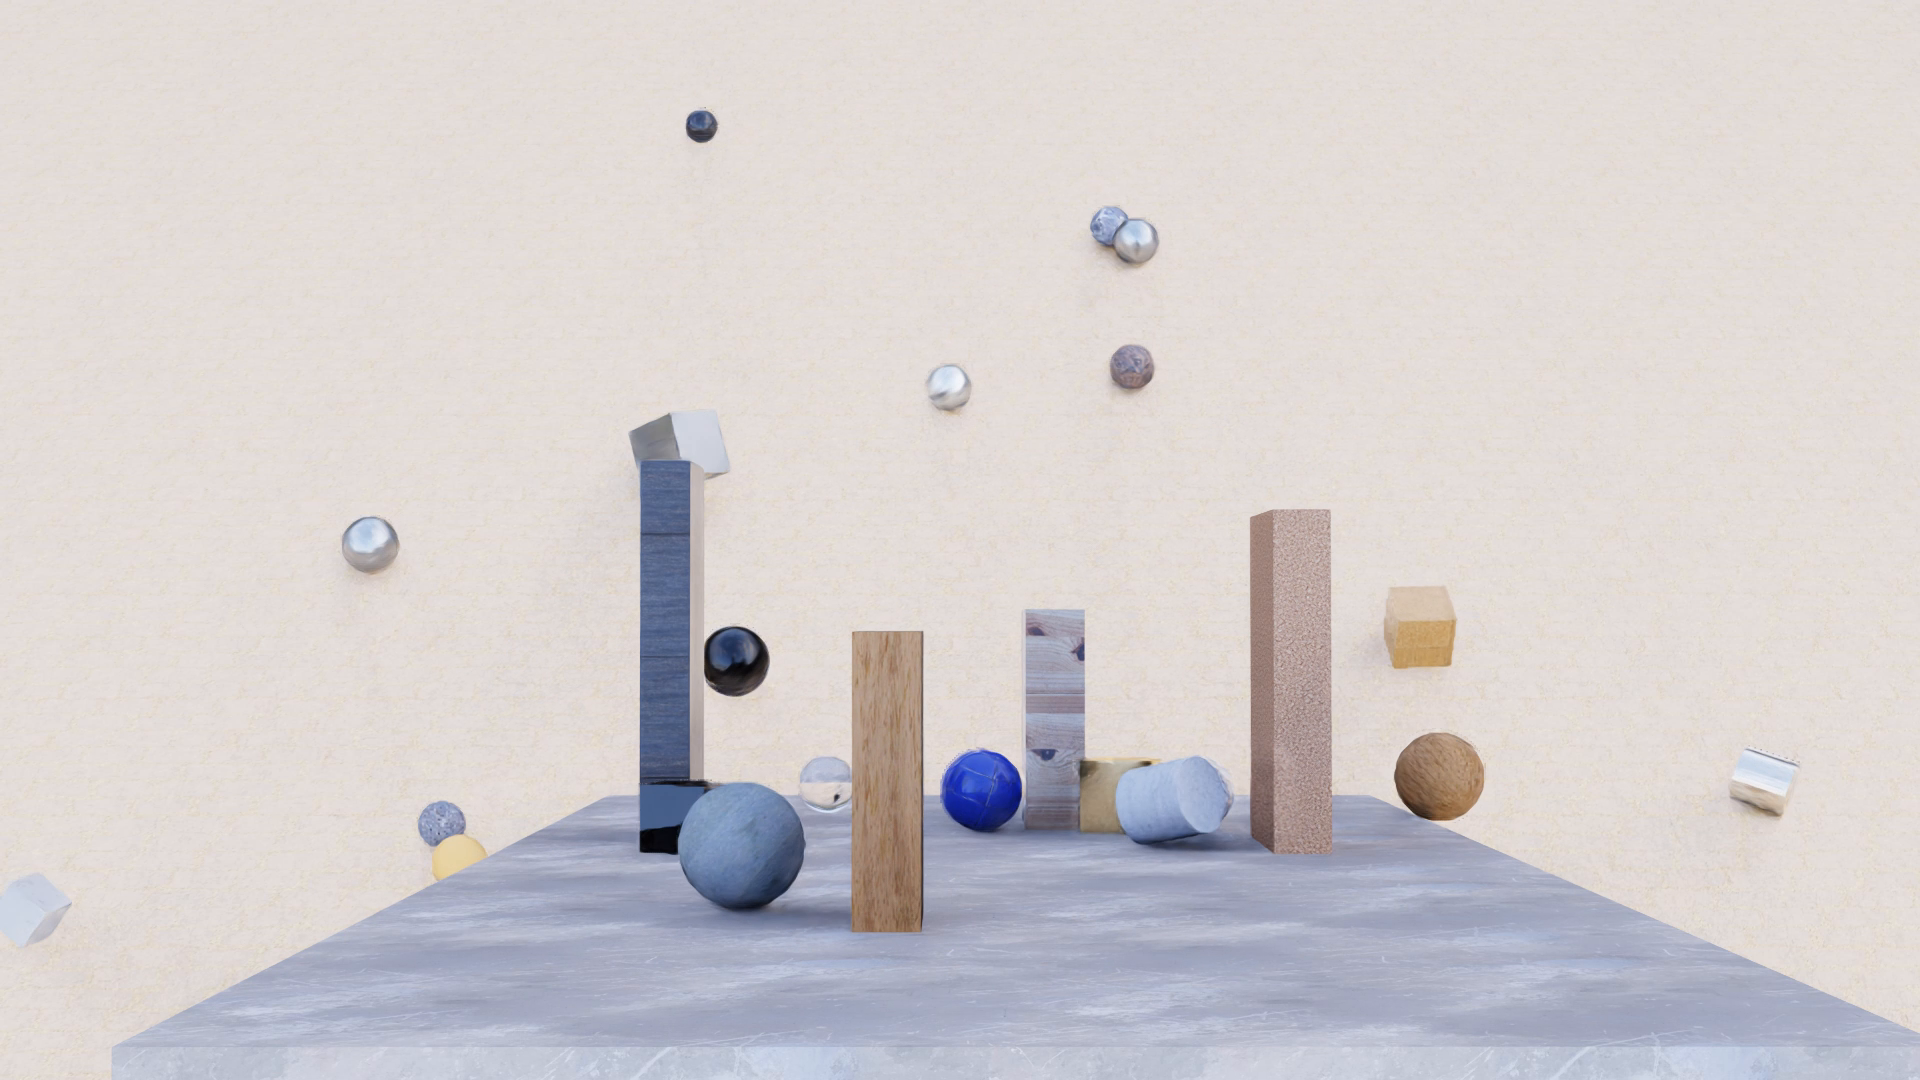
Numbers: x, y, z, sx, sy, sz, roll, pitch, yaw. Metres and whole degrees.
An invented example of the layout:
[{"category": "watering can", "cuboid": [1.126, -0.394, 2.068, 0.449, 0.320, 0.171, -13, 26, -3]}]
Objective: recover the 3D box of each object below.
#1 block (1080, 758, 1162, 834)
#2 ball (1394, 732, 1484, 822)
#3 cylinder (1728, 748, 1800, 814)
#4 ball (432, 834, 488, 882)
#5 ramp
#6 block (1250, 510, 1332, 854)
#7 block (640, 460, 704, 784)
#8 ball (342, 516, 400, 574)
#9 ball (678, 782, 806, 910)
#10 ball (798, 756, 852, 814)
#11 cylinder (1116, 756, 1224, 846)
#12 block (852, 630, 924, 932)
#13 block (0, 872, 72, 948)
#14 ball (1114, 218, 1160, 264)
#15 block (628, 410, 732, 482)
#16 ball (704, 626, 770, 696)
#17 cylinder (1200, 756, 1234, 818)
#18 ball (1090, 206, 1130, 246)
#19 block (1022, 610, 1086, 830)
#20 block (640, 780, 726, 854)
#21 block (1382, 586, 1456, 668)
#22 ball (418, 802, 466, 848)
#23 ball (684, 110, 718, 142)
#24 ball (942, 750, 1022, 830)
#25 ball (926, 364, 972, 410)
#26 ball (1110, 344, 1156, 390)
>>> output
[{"category": "block", "cuboid": [0.354, 0.558, 5.688, 0.156, 0.156, 0.156, 0, -2, 12]}, {"category": "ball", "cuboid": [1.124, 0.555, 6.087, 0.209, 0.209, 0.209, 0, 35, 0]}, {"category": "cylinder", "cuboid": [2.132, 0.639, 6.886, 0.141, 0.141, 0.141, 18, 39, 25]}, {"category": "ball", "cuboid": [-1.162, 0.751, 6.035, 0.131, 0.131, 0.131, 0, 35, 0]}, {"category": "ramp", "cuboid": [0.077, 0.661, 4.822, 2.000, 0.100, 4.000, 0, -2, 0]}, {"category": "block", "cuboid": [0.678, 0.285, 5.343, 0.114, 0.681, 0.413, 0, -2, 0]}, {"category": "block", "cuboid": [-0.605, 0.236, 5.472, 0.103, 0.789, 0.297, 0, -2, 0]}, {"category": "ball", "cuboid": [-1.762, 0.014, 7.761, 0.170, 0.170, 0.170, 0, 35, 0]}, {"category": "ball", "cuboid": [-0.350, 0.489, 4.161, 0.203, 0.203, 0.203, 0, 35, 0]}, {"category": "ball", "cuboid": [-0.317, 0.583, 6.200, 0.137, 0.137, 0.137, 0, 35, 0]}, {"category": "cylinder", "cuboid": [0.428, 0.531, 5.287, 0.158, 0.158, 0.158, -17, 20, 40]}, {"category": "block", "cuboid": [-0.109, 0.363, 3.988, 0.103, 0.446, 0.265, 0, -2, 0]}, {"category": "block", "cuboid": [-2.276, 0.907, 6.358, 0.116, 0.116, 0.116, 39, 13, 7]}, {"category": "ball", "cuboid": [0.634, -1.074, 9.337, 0.164, 0.164, 0.164, 0, 35, 0]}, {"category": "block", "cuboid": [-0.867, -0.273, 8.027, 0.197, 0.197, 0.197, -20, -8, 39]}, {"category": "ball", "cuboid": [-0.631, 0.339, 7.267, 0.200, 0.200, 0.200, 0, 35, 0]}, {"category": "cylinder", "cuboid": [0.513, 0.555, 5.670, 0.160, 0.160, 0.160, 7, 0, 10]}, {"category": "ball", "cuboid": [0.547, -1.141, 9.450, 0.146, 0.146, 0.146, 0, 35, 0]}, {"category": "block", "cuboid": [0.209, 0.400, 5.901, 0.131, 0.484, 0.387, 0, -2, 0]}, {"category": "block", "cuboid": [-0.555, 0.555, 5.201, 0.134, 0.134, 0.134, 0, -2, 12]}, {"category": "block", "cuboid": [1.314, 0.248, 7.428, 0.165, 0.165, 0.165, -1, 35, -2]}, {"category": "ball", "cuboid": [-1.347, 0.741, 6.755, 0.123, 0.123, 0.123, 0, 35, 0]}, {"category": "ball", "cuboid": [-1.012, -1.618, 10.154, 0.129, 0.129, 0.129, 0, 35, 0]}, {"category": "ball", "cuboid": [0.048, 0.547, 5.684, 0.178, 0.178, 0.178, 0, 35, 0]}, {"category": "ball", "cuboid": [-0.036, -0.501, 8.522, 0.152, 0.152, 0.152, 0, 35, 0]}, {"category": "ball", "cuboid": [0.573, -0.575, 8.629, 0.152, 0.152, 0.152, 0, 35, 0]}]
